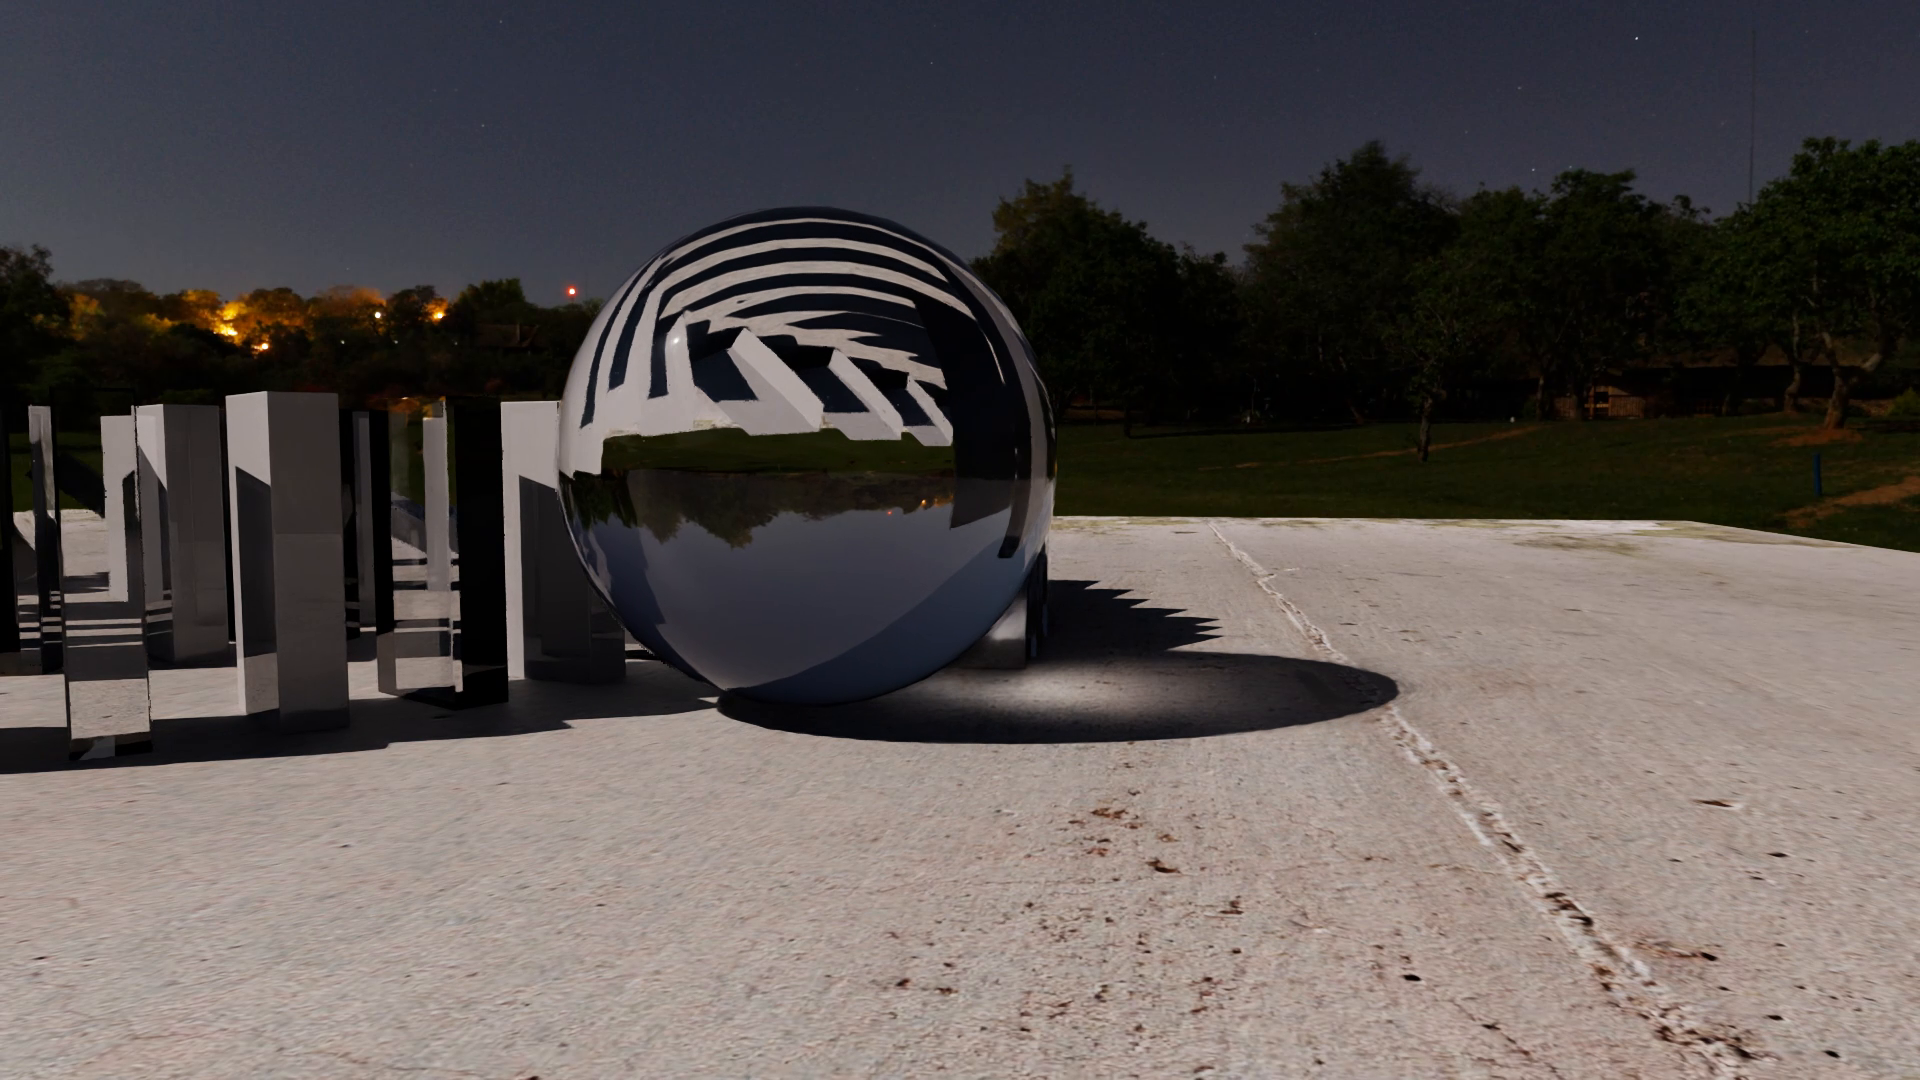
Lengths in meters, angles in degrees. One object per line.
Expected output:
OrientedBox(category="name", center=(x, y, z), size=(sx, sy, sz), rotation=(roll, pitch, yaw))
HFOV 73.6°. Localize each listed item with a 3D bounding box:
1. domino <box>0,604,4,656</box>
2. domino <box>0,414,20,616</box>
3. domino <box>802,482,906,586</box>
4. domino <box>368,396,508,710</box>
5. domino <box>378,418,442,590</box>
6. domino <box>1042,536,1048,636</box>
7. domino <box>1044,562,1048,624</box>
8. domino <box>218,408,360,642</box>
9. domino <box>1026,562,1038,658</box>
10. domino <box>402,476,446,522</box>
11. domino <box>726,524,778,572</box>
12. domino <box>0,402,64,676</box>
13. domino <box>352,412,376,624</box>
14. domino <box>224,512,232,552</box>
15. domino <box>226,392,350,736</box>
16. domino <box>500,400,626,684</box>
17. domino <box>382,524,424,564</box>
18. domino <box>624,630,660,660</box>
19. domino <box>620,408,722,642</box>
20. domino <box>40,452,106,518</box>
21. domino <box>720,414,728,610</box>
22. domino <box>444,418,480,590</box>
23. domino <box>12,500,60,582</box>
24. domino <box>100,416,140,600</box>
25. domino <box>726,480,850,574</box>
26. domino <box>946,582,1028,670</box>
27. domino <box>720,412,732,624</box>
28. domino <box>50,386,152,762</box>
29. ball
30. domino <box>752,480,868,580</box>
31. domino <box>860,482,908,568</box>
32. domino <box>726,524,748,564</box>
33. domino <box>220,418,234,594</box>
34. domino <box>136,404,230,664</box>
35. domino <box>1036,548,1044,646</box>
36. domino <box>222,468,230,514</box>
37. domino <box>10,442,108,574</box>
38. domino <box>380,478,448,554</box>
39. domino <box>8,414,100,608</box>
OrientedBox(category="domino", center=(-0.200, -0.001, 0.246), size=(0.009, 0.050, 0.025), rotation=(1, 4, 11))
OrientedBox(category="domino", center=(-0.249, -0.006, 0.316), size=(0.025, 0.050, 0.009), rotation=(1, 4, 10))
OrientedBox(category="domino", center=(-0.027, -0.003, 0.407), size=(0.025, 0.010, 0.050), rotation=(-3, 30, -36))
OrientedBox(category="domino", center=(-0.087, 0.001, 0.214), size=(0.025, 0.050, 0.009), rotation=(3, 6, 39))
OrientedBox(category="domino", center=(-0.166, -0.011, 0.387), size=(0.009, 0.050, 0.025), rotation=(0, 4, -4))
OrientedBox(category="domino", center=(0.008, 0.002, 0.301), size=(0.025, 0.010, 0.050), rotation=(0, 37, 4))
OrientedBox(category="domino", center=(0.008, 0.003, 0.322), size=(0.025, 0.009, 0.050), rotation=(0, 30, 0))
OrientedBox(category="domino", center=(-0.145, -0.003, 0.278), size=(0.025, 0.050, 0.009), rotation=(0, 4, 6))
OrientedBox(category="domino", center=(0.004, 0.002, 0.270), size=(0.025, 0.009, 0.050), rotation=(0, 47, 4))
OrientedBox(category="domino", center=(-0.174, -0.008, 0.470), size=(0.050, 0.009, 0.025), rotation=(26, 4, -2))
OrientedBox(category="domino", center=(-0.083, -0.006, 0.450), size=(0.050, 0.010, 0.025), rotation=(32, 21, 29))
OrientedBox(category="domino", center=(-0.177, -0.001, 0.245), size=(0.009, 0.050, 0.025), rotation=(-1, 4, -14))
OrientedBox(category="domino", center=(-0.150, -0.005, 0.300), size=(0.025, 0.050, 0.009), rotation=(-3, 5, -32))
OrientedBox(category="domino", center=(-0.261, -0.009, 0.442), size=(0.050, 0.009, 0.025), rotation=(36, -10, -21))
OrientedBox(category="domino", center=(-0.104, 0.003, 0.198), size=(0.009, 0.050, 0.025), rotation=(-4, 6, -41))
OrientedBox(category="domino", center=(-0.075, 0.000, 0.234), size=(0.025, 0.050, 0.009), rotation=(2, 5, 24))
OrientedBox(category="domino", center=(-0.220, -0.008, 0.461), size=(0.050, 0.010, 0.025), rotation=(28, -1, -11))
OrientedBox(category="domino", center=(-0.068, -0.002, 0.257), size=(0.025, 0.050, 0.009), rotation=(1, 4, 11))
OrientedBox(category="domino", center=(-0.066, -0.003, 0.280), size=(0.025, 0.050, 0.009), rotation=(0, 4, 1))
OrientedBox(category="domino", center=(-0.279, -0.010, 0.429), size=(0.050, 0.009, 0.025), rotation=(44, -18, -26))
OrientedBox(category="domino", center=(-0.073, -0.007, 0.326), size=(0.025, 0.050, 0.010), rotation=(-2, 5, -22))
OrientedBox(category="domino", center=(-0.143, -0.011, 0.386), size=(0.009, 0.050, 0.025), rotation=(1, 4, 12))
OrientedBox(category="domino", center=(-0.303, -0.011, 0.397), size=(0.025, 0.050, 0.009), rotation=(3, 35, 37))
OrientedBox(category="domino", center=(-0.229, -0.009, 0.359), size=(0.025, 0.050, 0.009), rotation=(3, 5, 38))
OrientedBox(category="domino", center=(-0.062, -0.005, 0.438), size=(0.025, 0.009, 0.050), rotation=(-4, 31, -46))
OrientedBox(category="domino", center=(0.001, 0.003, 0.257), size=(0.025, 0.010, 0.050), rotation=(0, 47, 4))
OrientedBox(category="domino", center=(-0.067, -0.005, 0.304), size=(0.025, 0.050, 0.010), rotation=(-1, 4, -8))
OrientedBox(category="domino", center=(-0.122, 0.004, 0.183), size=(0.010, 0.050, 0.025), rotation=(-3, 5, -33))
OrientedBox(category="ball", center=(-0.024, -0.013, 0.208), size=(0.080, 0.080, 0.080), rotation=(0, 4, 0))
OrientedBox(category="domino", center=(-0.044, -0.004, 0.423), size=(0.025, 0.009, 0.050), rotation=(-4, 31, -43))
OrientedBox(category="domino", center=(-0.010, -0.002, 0.388), size=(0.025, 0.010, 0.050), rotation=(-2, 31, -24))
OrientedBox(category="domino", center=(-0.103, -0.007, 0.462), size=(0.050, 0.010, 0.025), rotation=(31, 20, 28))
OrientedBox(category="domino", center=(-0.211, -0.011, 0.374), size=(0.009, 0.050, 0.025), rotation=(-2, 5, -29))
OrientedBox(category="domino", center=(-0.157, -0.002, 0.258), size=(0.009, 0.050, 0.025), rotation=(-4, 6, -45))
OrientedBox(category="domino", center=(0.006, 0.001, 0.284), size=(0.025, 0.010, 0.050), rotation=(0, 47, 4))
OrientedBox(category="domino", center=(-0.241, -0.008, 0.453), size=(0.050, 0.010, 0.025), rotation=(31, -5, -16))
OrientedBox(category="domino", center=(-0.292, -0.010, 0.412), size=(0.025, 0.050, 0.009), rotation=(4, 46, 42))
OrientedBox(category="domino", center=(-0.197, -0.008, 0.467), size=(0.050, 0.009, 0.025), rotation=(27, 2, -5))
OrientedBox(category="domino", center=(-0.241, -0.008, 0.339), size=(0.025, 0.050, 0.010), rotation=(2, 5, 25))
